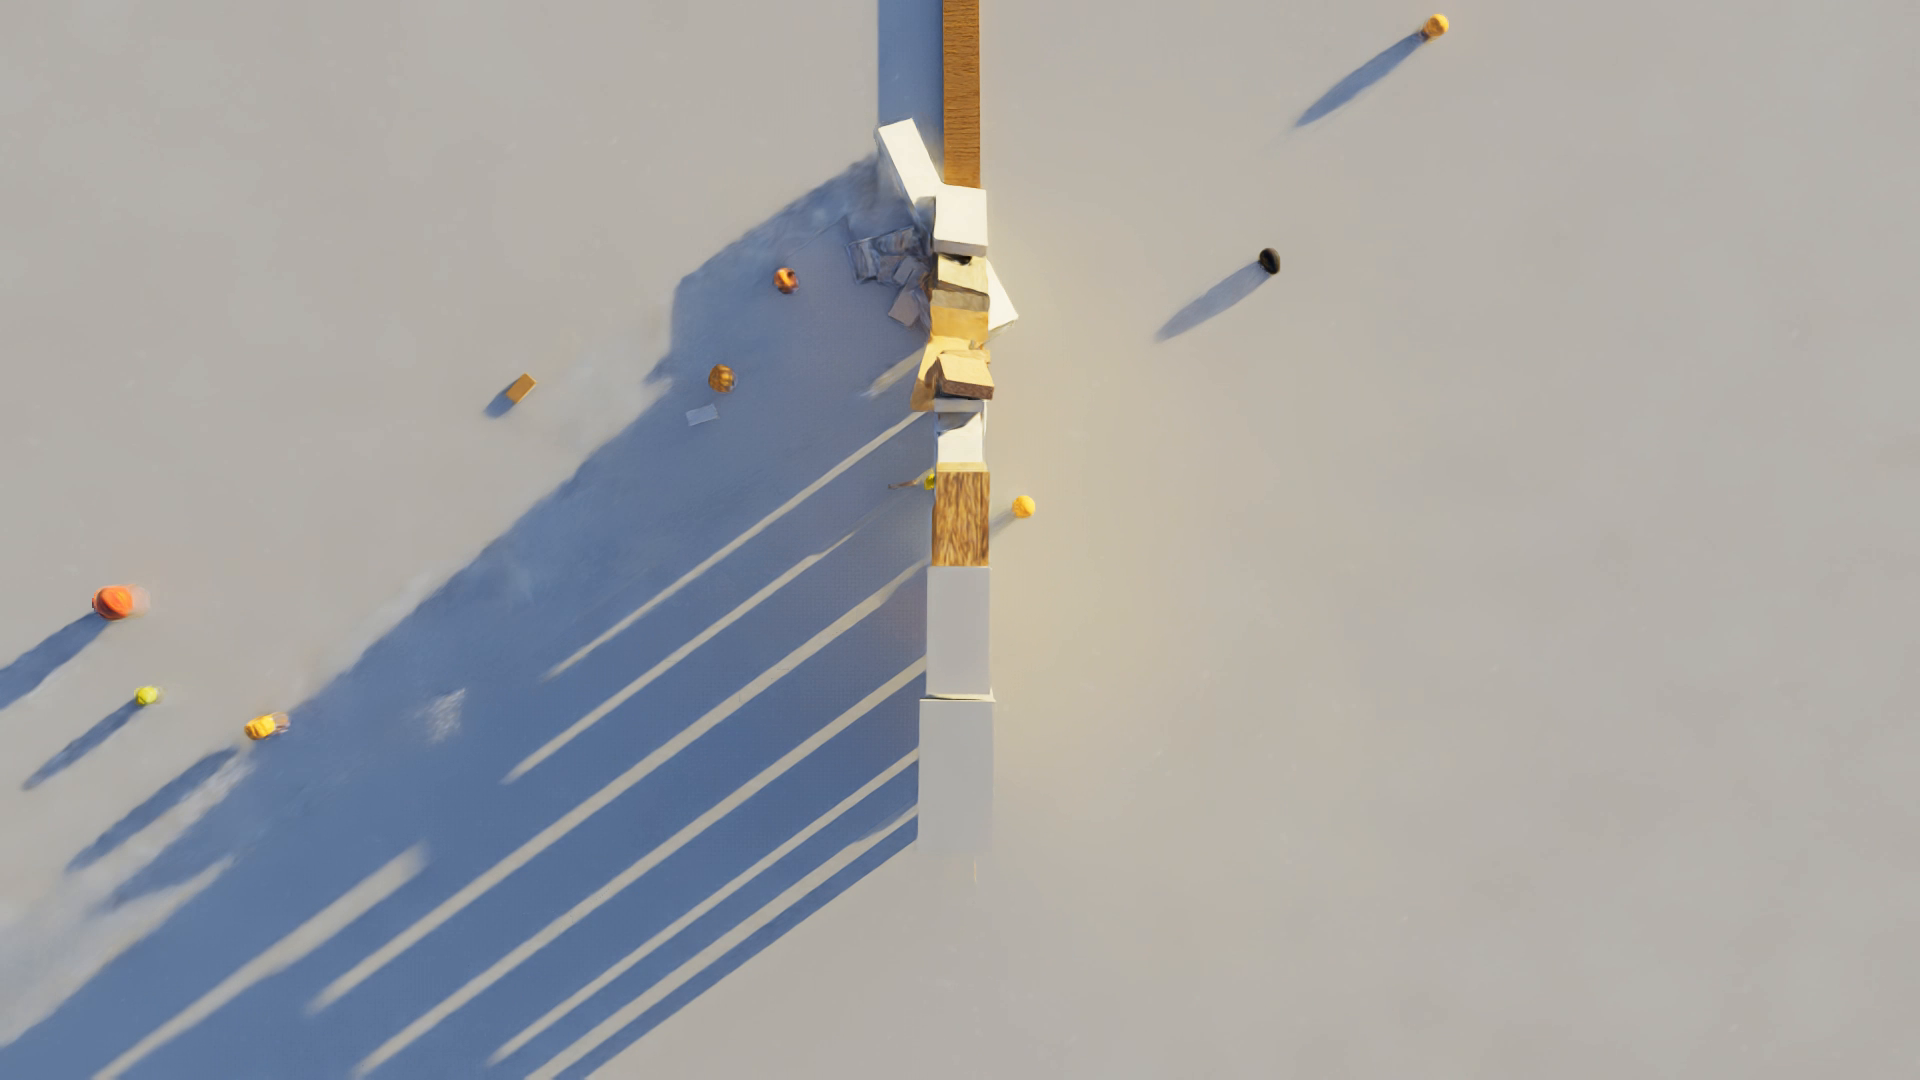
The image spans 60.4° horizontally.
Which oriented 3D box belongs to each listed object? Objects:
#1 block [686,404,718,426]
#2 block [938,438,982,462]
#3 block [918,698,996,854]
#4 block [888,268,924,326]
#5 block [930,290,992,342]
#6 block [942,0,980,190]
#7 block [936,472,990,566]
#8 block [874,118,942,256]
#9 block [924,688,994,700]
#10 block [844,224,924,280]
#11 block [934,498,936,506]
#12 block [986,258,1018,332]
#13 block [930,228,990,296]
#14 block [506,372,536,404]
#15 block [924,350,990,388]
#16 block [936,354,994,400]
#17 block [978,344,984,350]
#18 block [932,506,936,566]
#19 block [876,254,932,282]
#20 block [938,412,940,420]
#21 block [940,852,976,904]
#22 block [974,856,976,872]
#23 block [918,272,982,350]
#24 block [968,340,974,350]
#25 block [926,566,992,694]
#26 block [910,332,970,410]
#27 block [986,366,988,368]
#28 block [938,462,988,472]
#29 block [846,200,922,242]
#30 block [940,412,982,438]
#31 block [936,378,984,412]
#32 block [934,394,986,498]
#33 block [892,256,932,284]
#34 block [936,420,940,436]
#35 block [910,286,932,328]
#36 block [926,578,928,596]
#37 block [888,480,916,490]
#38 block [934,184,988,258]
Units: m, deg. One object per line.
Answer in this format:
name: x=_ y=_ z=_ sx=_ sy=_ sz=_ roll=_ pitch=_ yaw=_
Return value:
block: x=-0.860 y=-0.416 z=5.493 sx=0.096 sy=0.014 sz=0.048 roll=-16 pitch=90 yaw=0
block: x=0.000 y=-0.183 z=4.315 sx=0.113 sy=0.227 sz=0.032 roll=0 pitch=134 yaw=0
block: x=-0.008 y=0.545 z=3.815 sx=0.175 sy=0.050 sz=0.350 roll=1 pitch=90 yaw=0
block: x=-0.158 y=-0.800 z=5.439 sx=0.087 sy=0.025 sz=0.174 roll=28 pitch=101 yaw=-20
block: x=0.003 y=-0.649 z=4.796 sx=0.165 sy=0.330 sz=0.047 roll=7 pitch=83 yaw=1
block: x=0.005 y=-1.569 z=5.483 sx=0.120 sy=0.034 sz=1.281 roll=0 pitch=90 yaw=0
block: x=0.006 y=-0.038 z=3.979 sx=0.127 sy=0.036 sz=0.255 roll=1 pitch=77 yaw=0
block: x=-0.076 y=-1.050 z=5.416 sx=0.131 sy=0.037 sz=0.697 roll=-23 pitch=85 yaw=-26
block: x=-0.004 y=0.425 z=4.126 sx=0.175 sy=0.573 sz=0.050 roll=0 pitch=90 yaw=0
block: x=-0.249 y=-0.950 z=5.460 sx=0.240 sy=0.034 sz=0.120 roll=-16 pitch=114 yaw=0
block: x=0.003 y=-0.003 z=5.141 sx=0.168 sy=0.048 sz=0.336 roll=0 pitch=90 yaw=0
block: x=0.072 y=-0.811 z=5.368 sx=0.131 sy=0.037 sz=0.262 roll=-27 pitch=87 yaw=-31
block: x=-0.002 y=-0.875 z=5.222 sx=0.165 sy=0.330 sz=0.047 roll=14 pitch=130 yaw=-15
block: x=-1.462 y=-0.505 z=5.493 sx=0.048 sy=0.014 sz=0.096 roll=43 pitch=90 yaw=0
block: x=-0.010 y=-0.499 z=4.806 sx=0.133 sy=0.266 sz=0.038 roll=-2 pitch=81 yaw=-14
block: x=0.012 y=-0.451 z=4.541 sx=0.133 sy=0.266 sz=0.038 roll=8 pitch=110 yaw=-8
block: x=0.070 y=-0.639 z=5.476 sx=0.014 sy=0.048 sz=0.095 roll=-18 pitch=91 yaw=6
block: x=0.000 y=0.063 z=4.449 sx=0.153 sy=0.043 sz=0.307 roll=0 pitch=90 yaw=0
block: x=-0.186 y=-0.897 z=5.457 sx=0.174 sy=0.025 sz=0.087 roll=2 pitch=114 yaw=-10
block: x=0.001 y=-0.388 z=4.655 sx=0.122 sy=0.244 sz=0.035 roll=0 pitch=110 yaw=0
block: x=-0.004 y=0.803 z=4.017 sx=0.081 sy=0.023 sz=0.161 roll=-3 pitch=90 yaw=0
block: x=0.000 y=0.853 z=4.764 sx=0.081 sy=1.471 sz=0.023 roll=0 pitch=90 yaw=0
block: x=-0.032 y=-0.734 z=5.298 sx=0.037 sy=0.131 sz=0.261 roll=-43 pitch=127 yaw=-17
block: x=-0.007 y=-0.528 z=5.269 sx=0.108 sy=0.030 sz=0.215 roll=0 pitch=90 yaw=0
block: x=-0.003 y=0.209 z=3.829 sx=0.148 sy=0.042 sz=0.295 roll=1 pitch=90 yaw=0
block: x=-0.057 y=-0.525 z=5.062 sx=0.122 sy=0.423 sz=0.035 roll=0 pitch=127 yaw=9
block: x=0.011 y=-0.494 z=5.120 sx=0.131 sy=0.262 sz=0.037 roll=-2 pitch=114 yaw=6
block: x=0.007 y=-0.146 z=4.146 sx=0.127 sy=0.255 sz=0.036 roll=0 pitch=107 yaw=-1
block: x=-0.248 y=-1.052 z=5.483 sx=0.240 sy=0.034 sz=0.120 roll=-12 pitch=90 yaw=0
block: x=0.001 y=-0.264 z=4.458 sx=0.113 sy=0.032 sz=0.227 roll=0 pitch=51 yaw=0
block: x=-0.001 y=-0.404 z=4.579 sx=0.133 sy=0.266 sz=0.038 roll=1 pitch=108 yaw=0
block: x=-0.001 y=-0.274 z=4.797 sx=0.149 sy=0.042 sz=0.298 roll=0 pitch=90 yaw=0
block: x=-0.130 y=-0.858 z=5.451 sx=0.174 sy=0.025 sz=0.087 roll=30 pitch=101 yaw=-20
block: x=-0.003 y=-0.316 z=4.654 sx=0.122 sy=0.244 sz=0.035 roll=0 pitch=92 yaw=0
block: x=-0.026 y=-0.811 z=5.421 sx=0.261 sy=0.037 sz=0.130 roll=-30 pitch=95 yaw=-26
block: x=-0.004 y=0.112 z=3.997 sx=0.148 sy=0.295 sz=0.042 roll=0 pitch=90 yaw=0
block: x=-0.192 y=-0.182 z=5.476 sx=0.096 sy=0.048 sz=0.014 roll=-10 pitch=88 yaw=0
block: x=0.000 y=-1.025 z=5.284 sx=0.165 sy=0.330 sz=0.047 roll=6 pitch=132 yaw=-6
